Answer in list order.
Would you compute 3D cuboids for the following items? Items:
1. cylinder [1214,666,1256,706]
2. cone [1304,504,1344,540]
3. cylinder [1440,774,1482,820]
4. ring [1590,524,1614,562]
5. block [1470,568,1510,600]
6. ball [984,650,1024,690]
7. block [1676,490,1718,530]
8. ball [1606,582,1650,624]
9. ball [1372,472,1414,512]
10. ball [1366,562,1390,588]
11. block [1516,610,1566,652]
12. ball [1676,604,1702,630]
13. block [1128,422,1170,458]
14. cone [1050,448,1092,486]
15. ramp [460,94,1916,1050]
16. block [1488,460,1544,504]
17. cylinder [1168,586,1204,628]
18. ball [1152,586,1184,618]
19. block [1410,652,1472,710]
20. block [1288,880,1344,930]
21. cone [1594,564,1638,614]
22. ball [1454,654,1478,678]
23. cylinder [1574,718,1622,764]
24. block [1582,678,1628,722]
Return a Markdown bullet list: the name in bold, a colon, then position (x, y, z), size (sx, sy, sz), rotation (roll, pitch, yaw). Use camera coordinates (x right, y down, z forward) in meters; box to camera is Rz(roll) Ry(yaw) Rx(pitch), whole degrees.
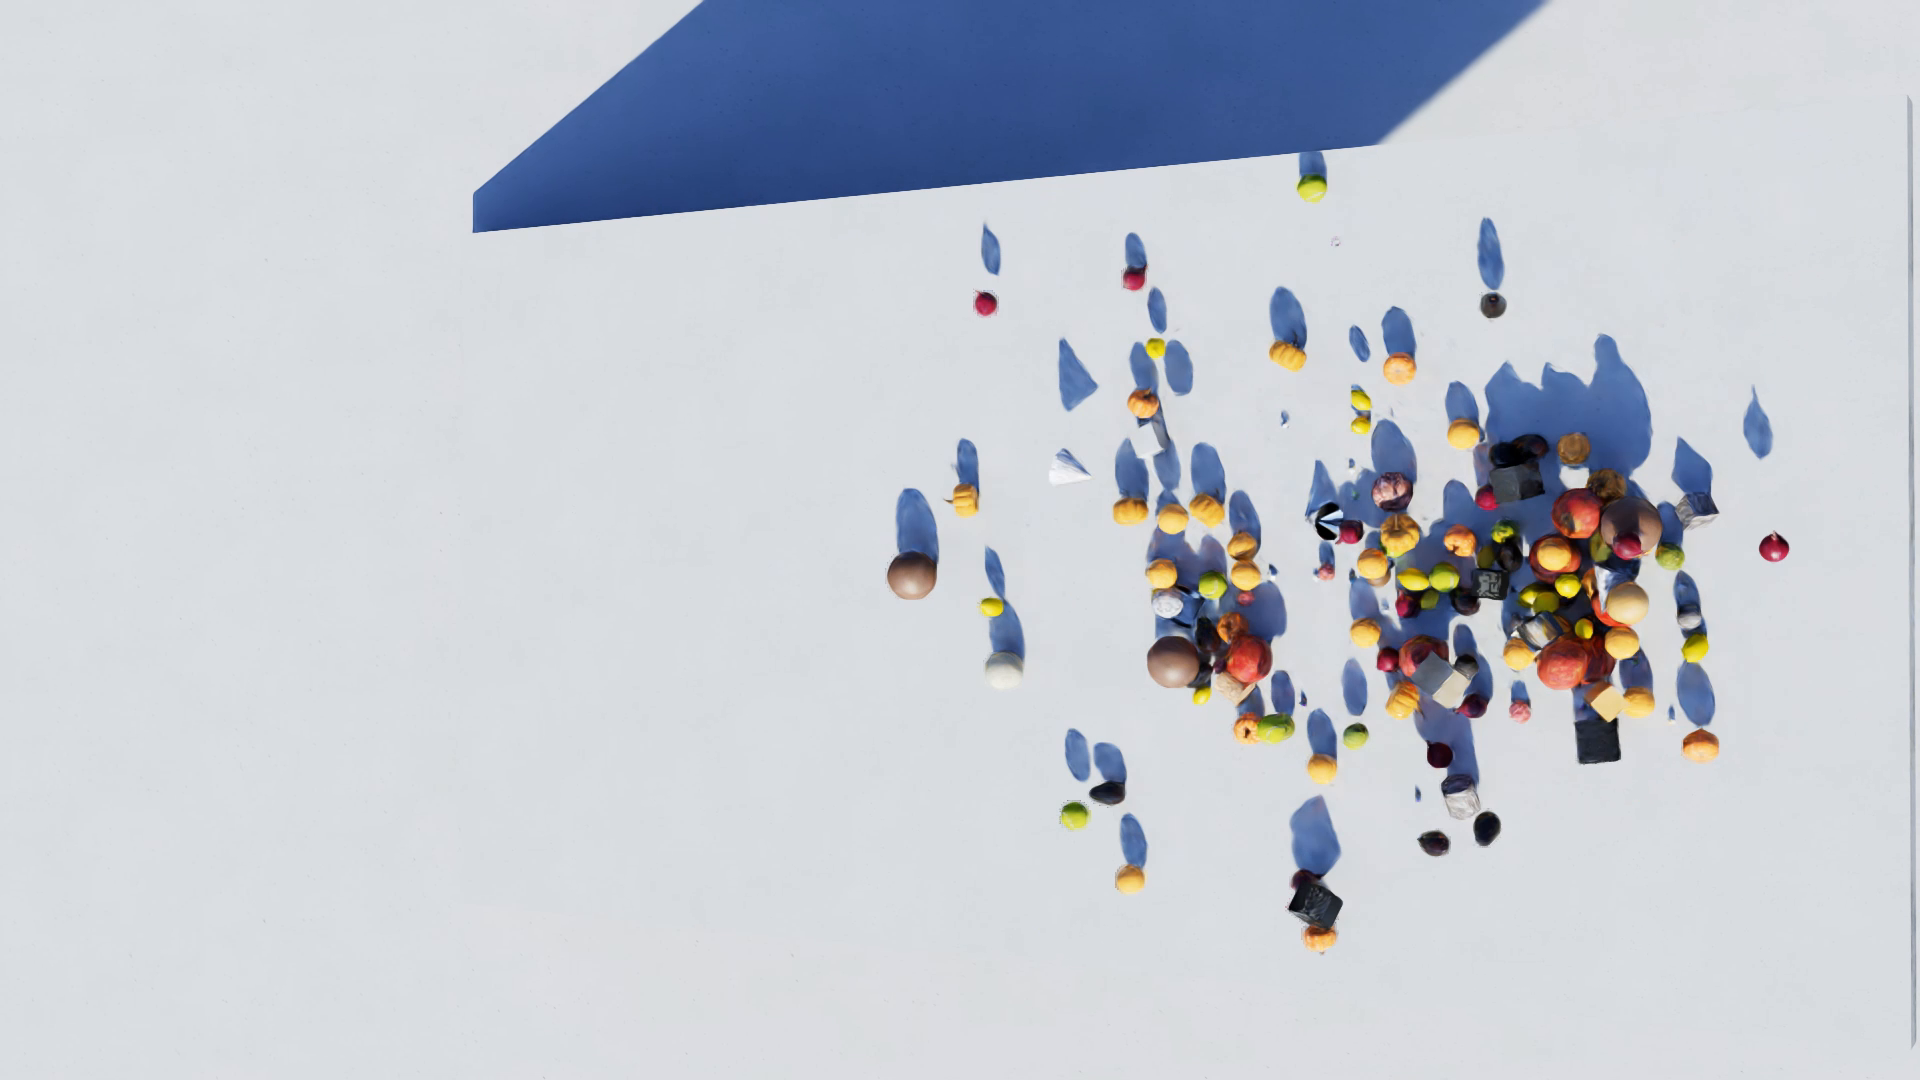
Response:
- **cylinder**: position (0.663, 0.351, 5.307), size (0.071, 0.071, 0.071), rotation (39, 90, 24)
- **cone**: position (0.847, -0.045, 5.224), size (0.090, 0.090, 0.090), rotation (-2, 94, -34)
- **cylinder**: position (1.140, 0.584, 5.005), size (0.074, 0.074, 0.074), rotation (-23, 114, 0)
- **ring**: position (1.424, 0.005, 4.876), size (0.030, 0.091, 0.091), rotation (20, 89, 12)
- **block**: position (1.199, 0.099, 4.972), size (0.061, 0.061, 0.061), rotation (11, 97, 36)
- **ball**: position (0.112, 0.332, 5.604), size (0.100, 0.100, 0.100), rotation (0, 89, 0)
- **block**: position (1.596, -0.063, 4.765), size (0.058, 0.058, 0.058), rotation (-8, 62, -12)
- **ball**: position (1.421, 0.135, 4.680), size (0.091, 0.091, 0.091), rotation (0, 89, 0)
- **ball**: position (1.004, -0.112, 5.104), size (0.095, 0.095, 0.095), rotation (0, 89, 0)
- **ball**: position (0.977, 0.082, 5.138), size (0.058, 0.058, 0.058), rotation (0, 89, 0)
- **block**: position (1.271, 0.199, 4.817), size (0.064, 0.064, 0.064), rotation (-34, 85, -10)
- **ball**: position (1.589, 0.168, 4.792), size (0.054, 0.054, 0.054), rotation (0, 89, 0)
- **block**: position (0.468, -0.245, 5.427), size (0.065, 0.065, 0.065), rotation (-24, 78, 27)
- **cone**: position (0.287, -0.166, 5.406), size (0.098, 0.098, 0.098), rotation (21, 89, 27)
- **ramp**: position (0.271, 0.075, 5.631), size (4.000, 0.100, 2.000), rotation (0, 89, 30)
- **block**: position (1.244, -0.130, 4.914), size (0.077, 0.077, 0.077), rotation (-14, 92, -33)
- **cylinder**: position (0.547, 0.163, 5.372), size (0.076, 0.076, 0.076), rotation (26, 103, 0)
- **ball**: position (0.501, 0.150, 5.304), size (0.076, 0.076, 0.076), rotation (0, 89, 0)
- **block**: position (1.085, 0.316, 4.963), size (0.081, 0.081, 0.081), rotation (30, 102, -43)
- **block**: position (0.832, 0.855, 5.146), size (0.077, 0.077, 0.077), rotation (37, 74, -28)
- **cone**: position (1.401, 0.114, 4.745), size (0.096, 0.096, 0.096), rotation (16, 98, 0)
- **ball**: position (1.159, 0.290, 5.035), size (0.055, 0.055, 0.055), rotation (0, 89, 0)
- **cylinder**: position (1.411, 0.444, 4.867), size (0.094, 0.094, 0.094), rotation (-5, 86, 0)
- **block**: position (1.403, 0.349, 4.780), size (0.060, 0.060, 0.060), rotation (-44, 97, 7)
